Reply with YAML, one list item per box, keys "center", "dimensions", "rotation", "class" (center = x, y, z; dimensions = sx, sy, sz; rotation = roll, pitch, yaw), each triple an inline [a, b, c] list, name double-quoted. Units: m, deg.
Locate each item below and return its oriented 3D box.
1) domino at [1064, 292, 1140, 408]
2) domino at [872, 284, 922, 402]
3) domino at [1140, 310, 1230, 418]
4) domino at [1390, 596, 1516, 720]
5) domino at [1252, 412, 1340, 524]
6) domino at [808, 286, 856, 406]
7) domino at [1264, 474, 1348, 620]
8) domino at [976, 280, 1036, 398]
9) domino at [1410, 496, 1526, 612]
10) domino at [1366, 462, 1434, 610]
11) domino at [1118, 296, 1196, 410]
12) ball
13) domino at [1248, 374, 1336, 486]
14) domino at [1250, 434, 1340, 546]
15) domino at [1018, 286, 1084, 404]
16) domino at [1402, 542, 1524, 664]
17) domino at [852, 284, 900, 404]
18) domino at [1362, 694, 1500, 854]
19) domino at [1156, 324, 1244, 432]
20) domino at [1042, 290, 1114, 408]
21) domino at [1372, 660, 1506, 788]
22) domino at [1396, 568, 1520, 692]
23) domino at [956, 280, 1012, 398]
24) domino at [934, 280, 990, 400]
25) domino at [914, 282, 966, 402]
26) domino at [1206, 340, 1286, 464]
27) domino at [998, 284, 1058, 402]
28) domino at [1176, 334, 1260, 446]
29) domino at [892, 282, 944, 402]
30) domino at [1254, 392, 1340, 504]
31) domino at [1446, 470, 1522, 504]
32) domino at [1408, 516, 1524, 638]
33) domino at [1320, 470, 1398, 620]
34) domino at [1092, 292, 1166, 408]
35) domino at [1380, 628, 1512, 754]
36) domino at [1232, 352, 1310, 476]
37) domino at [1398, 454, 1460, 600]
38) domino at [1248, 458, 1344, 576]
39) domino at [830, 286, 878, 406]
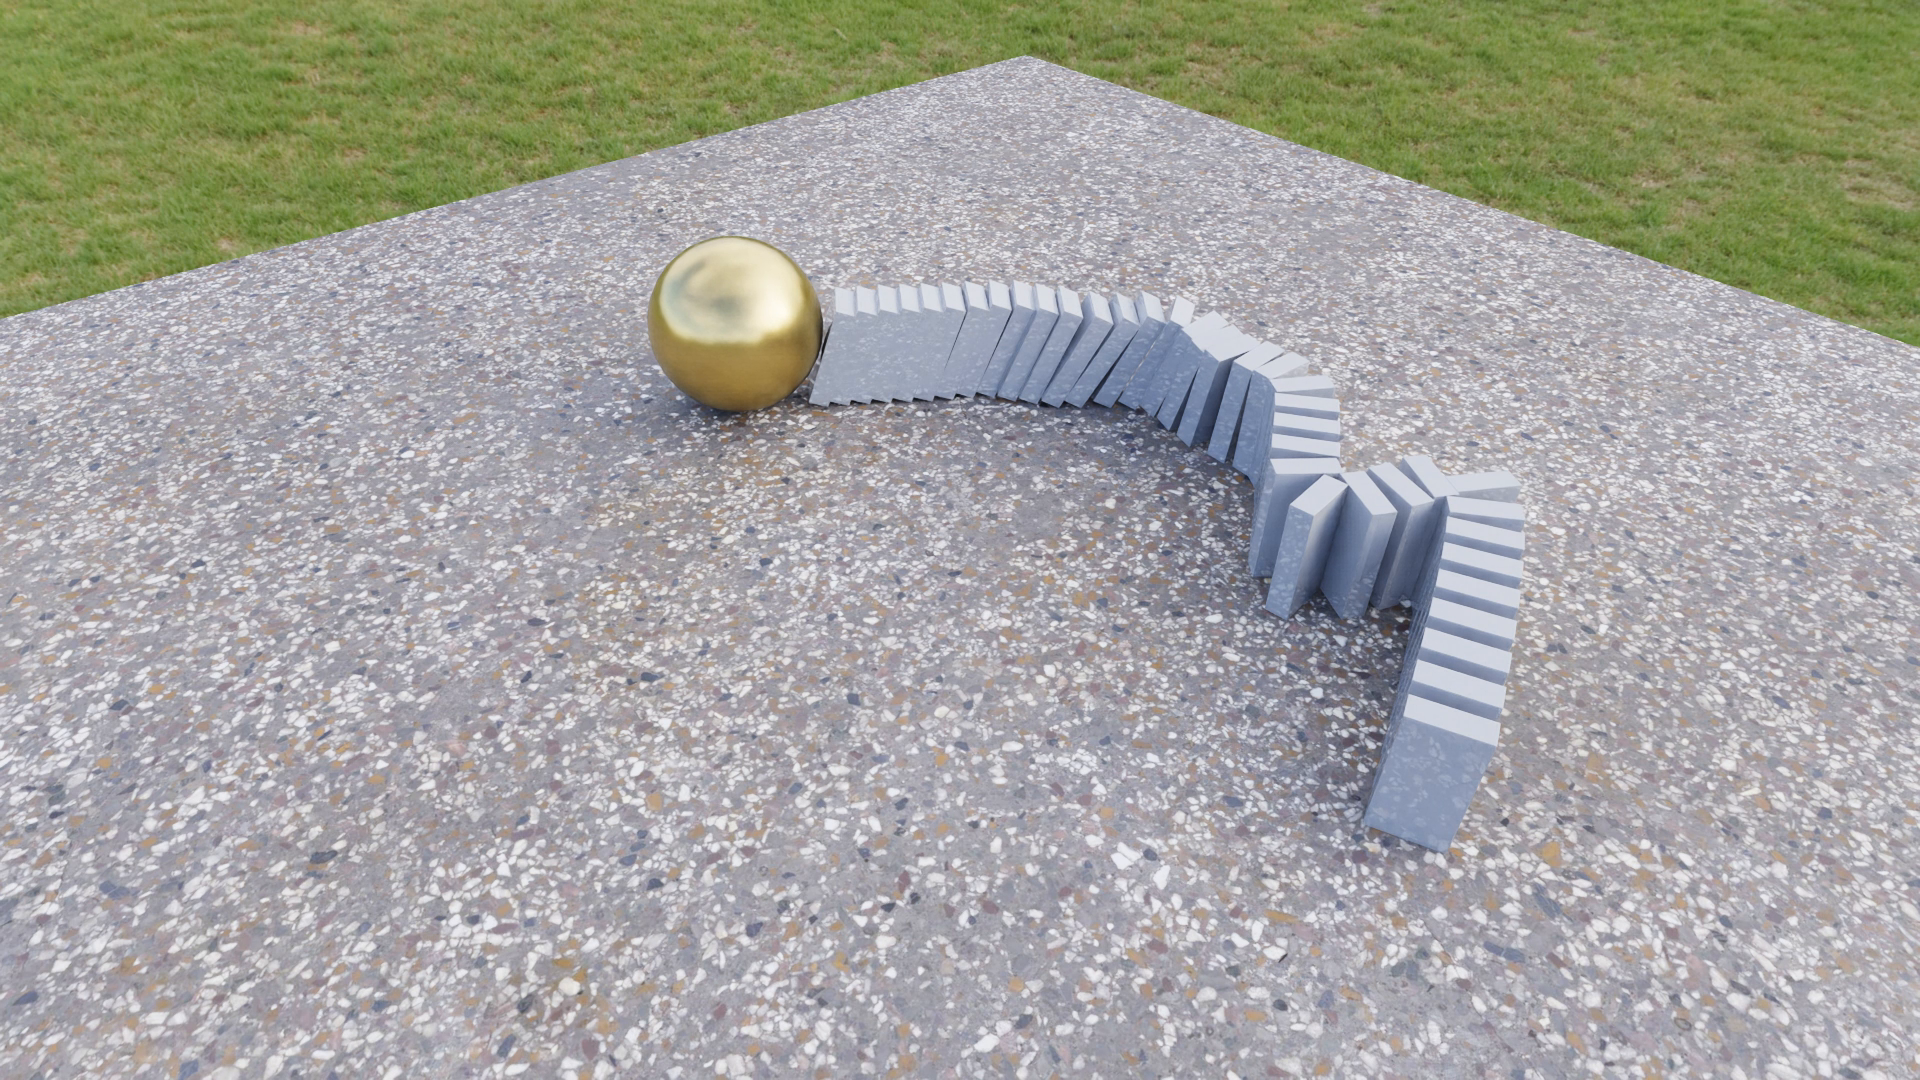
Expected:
- center: [0.066, -0.090, 0.522]
  dimensions: [0.010, 0.050, 0.025]
  rotation: [22, 35, -19]
  class: "domino"
- center: [-0.031, -0.094, 0.526]
  dimensions: [0.009, 0.050, 0.025]
  rotation: [12, 37, -16]
  class: "domino"
- center: [0.104, -0.081, 0.510]
  dimensions: [0.025, 0.050, 0.010]
  rotation: [-33, 70, -33]
  class: "domino"
- center: [0.160, 0.044, 0.358]
  dimensions: [0.025, 0.050, 0.010]
  rotation: [17, 42, 20]
  class: "domino"
- center: [0.135, -0.026, 0.443]
  dimensions: [0.025, 0.050, 0.010]
  rotation: [10, 40, 12]
  class: "domino"
- center: [-0.061, -0.092, 0.523]
  dimensions: [0.009, 0.050, 0.025]
  rotation: [12, 37, -16]
  class: "domino"
- center: [0.128, 0.003, 0.408]
  dimensions: [0.010, 0.050, 0.025]
  rotation: [30, 48, 32]
  class: "domino"
- center: [0.021, -0.097, 0.529]
  dimensions: [0.010, 0.050, 0.025]
  rotation: [16, 37, -15]
  class: "domino"
- center: [0.184, 0.008, 0.402]
  dimensions: [0.025, 0.050, 0.009]
  rotation: [7, 40, 9]
  class: "domino"
- center: [0.159, -0.001, 0.413]
  dimensions: [0.010, 0.050, 0.025]
  rotation: [-13, 41, -16]
  class: "domino"
- center: [0.093, -0.088, 0.519]
  dimensions: [0.010, 0.050, 0.025]
  rotation: [27, 42, -3]
  class: "domino"
- center: [-0.104, -0.100, 0.509]
  dimensions: [0.080, 0.080, 0.080]
  rotation: [0, 39, 0]
  class: "ball"
- center: [0.140, -0.045, 0.466]
  dimensions: [0.025, 0.050, 0.009]
  rotation: [-5, 41, -6]
  class: "domino"
- center: [0.131, -0.017, 0.432]
  dimensions: [0.025, 0.050, 0.009]
  rotation: [9, 40, 11]
  class: "domino"
- center: [0.042, -0.093, 0.525]
  dimensions: [0.009, 0.050, 0.025]
  rotation: [17, 37, -15]
  class: "domino"
- center: [0.173, 0.026, 0.380]
  dimensions: [0.025, 0.050, 0.009]
  rotation: [16, 42, 19]
  class: "domino"
- center: [-0.041, -0.093, 0.525]
  dimensions: [0.009, 0.050, 0.025]
  rotation: [12, 37, -16]
  class: "domino"
- center: [0.139, 0.070, 0.326]
  dimensions: [0.025, 0.050, 0.009]
  rotation: [17, 42, 20]
  class: "domino"
- center: [0.109, -0.073, 0.500]
  dimensions: [0.025, 0.050, 0.009]
  rotation: [-22, 61, -25]
  class: "domino"
- center: [0.054, -0.090, 0.523]
  dimensions: [0.010, 0.050, 0.025]
  rotation: [20, 36, -18]
  class: "domino"
- center: [0.146, 0.061, 0.337]
  dimensions: [0.025, 0.050, 0.009]
  rotation: [18, 43, 20]
  class: "domino"
- center: [0.166, 0.035, 0.369]
  dimensions: [0.025, 0.050, 0.009]
  rotation: [17, 42, 19]
  class: "domino"
- center: [0.010, -0.096, 0.529]
  dimensions: [0.010, 0.050, 0.025]
  rotation: [15, 37, -14]
  class: "domino"
- center: [-0.001, -0.095, 0.528]
  dimensions: [0.009, 0.050, 0.025]
  rotation: [12, 36, -17]
  class: "domino"
- center: [-0.011, -0.095, 0.527]
  dimensions: [0.009, 0.050, 0.025]
  rotation: [12, 37, -16]
  class: "domino"
- center: [0.126, -0.060, 0.484]
  dimensions: [0.025, 0.050, 0.009]
  rotation: [-32, 55, -33]
  class: "domino"
- center: [0.031, -0.094, 0.527]
  dimensions: [0.010, 0.050, 0.025]
  rotation: [16, 37, -15]
  class: "domino"
- center: [0.115, -0.066, 0.492]
  dimensions: [0.025, 0.050, 0.010]
  rotation: [-22, 55, -25]
  class: "domino"
- center: [-0.021, -0.094, 0.526]
  dimensions: [0.009, 0.050, 0.025]
  rotation: [12, 37, -16]
  class: "domino"
- center: [0.139, -0.036, 0.455]
  dimensions: [0.025, 0.050, 0.009]
  rotation: [8, 40, 9]
  class: "domino"
- center: [0.190, -0.002, 0.414]
  dimensions: [0.025, 0.050, 0.009]
  rotation: [-5, 40, -6]
  class: "domino"
- center: [0.179, 0.017, 0.391]
  dimensions: [0.025, 0.050, 0.009]
  rotation: [15, 42, 17]
  class: "domino"
- center: [0.146, 0.002, 0.409]
  dimensions: [0.009, 0.050, 0.025]
  rotation: [-7, 40, -9]
  class: "domino"
- center: [0.079, -0.090, 0.522]
  dimensions: [0.010, 0.050, 0.025]
  rotation: [20, 37, -15]
  class: "domino"
- center: [0.153, 0.052, 0.347]
  dimensions: [0.025, 0.050, 0.009]
  rotation: [18, 43, 20]
  class: "domino"
- center: [0.135, -0.054, 0.478]
  dimensions: [0.025, 0.050, 0.009]
  rotation: [-26, 47, -28]
  class: "domino"
- center: [0.172, -0.004, 0.417]
  dimensions: [0.009, 0.050, 0.025]
  rotation: [-5, 40, -6]
  class: "domino"
- center: [0.128, -0.008, 0.421]
  dimensions: [0.025, 0.050, 0.010]
  rotation: [-1, 39, -1]
  class: "domino"
- center: [-0.051, -0.092, 0.524]
  dimensions: [0.010, 0.050, 0.025]
  rotation: [12, 37, -16]
  class: "domino"
